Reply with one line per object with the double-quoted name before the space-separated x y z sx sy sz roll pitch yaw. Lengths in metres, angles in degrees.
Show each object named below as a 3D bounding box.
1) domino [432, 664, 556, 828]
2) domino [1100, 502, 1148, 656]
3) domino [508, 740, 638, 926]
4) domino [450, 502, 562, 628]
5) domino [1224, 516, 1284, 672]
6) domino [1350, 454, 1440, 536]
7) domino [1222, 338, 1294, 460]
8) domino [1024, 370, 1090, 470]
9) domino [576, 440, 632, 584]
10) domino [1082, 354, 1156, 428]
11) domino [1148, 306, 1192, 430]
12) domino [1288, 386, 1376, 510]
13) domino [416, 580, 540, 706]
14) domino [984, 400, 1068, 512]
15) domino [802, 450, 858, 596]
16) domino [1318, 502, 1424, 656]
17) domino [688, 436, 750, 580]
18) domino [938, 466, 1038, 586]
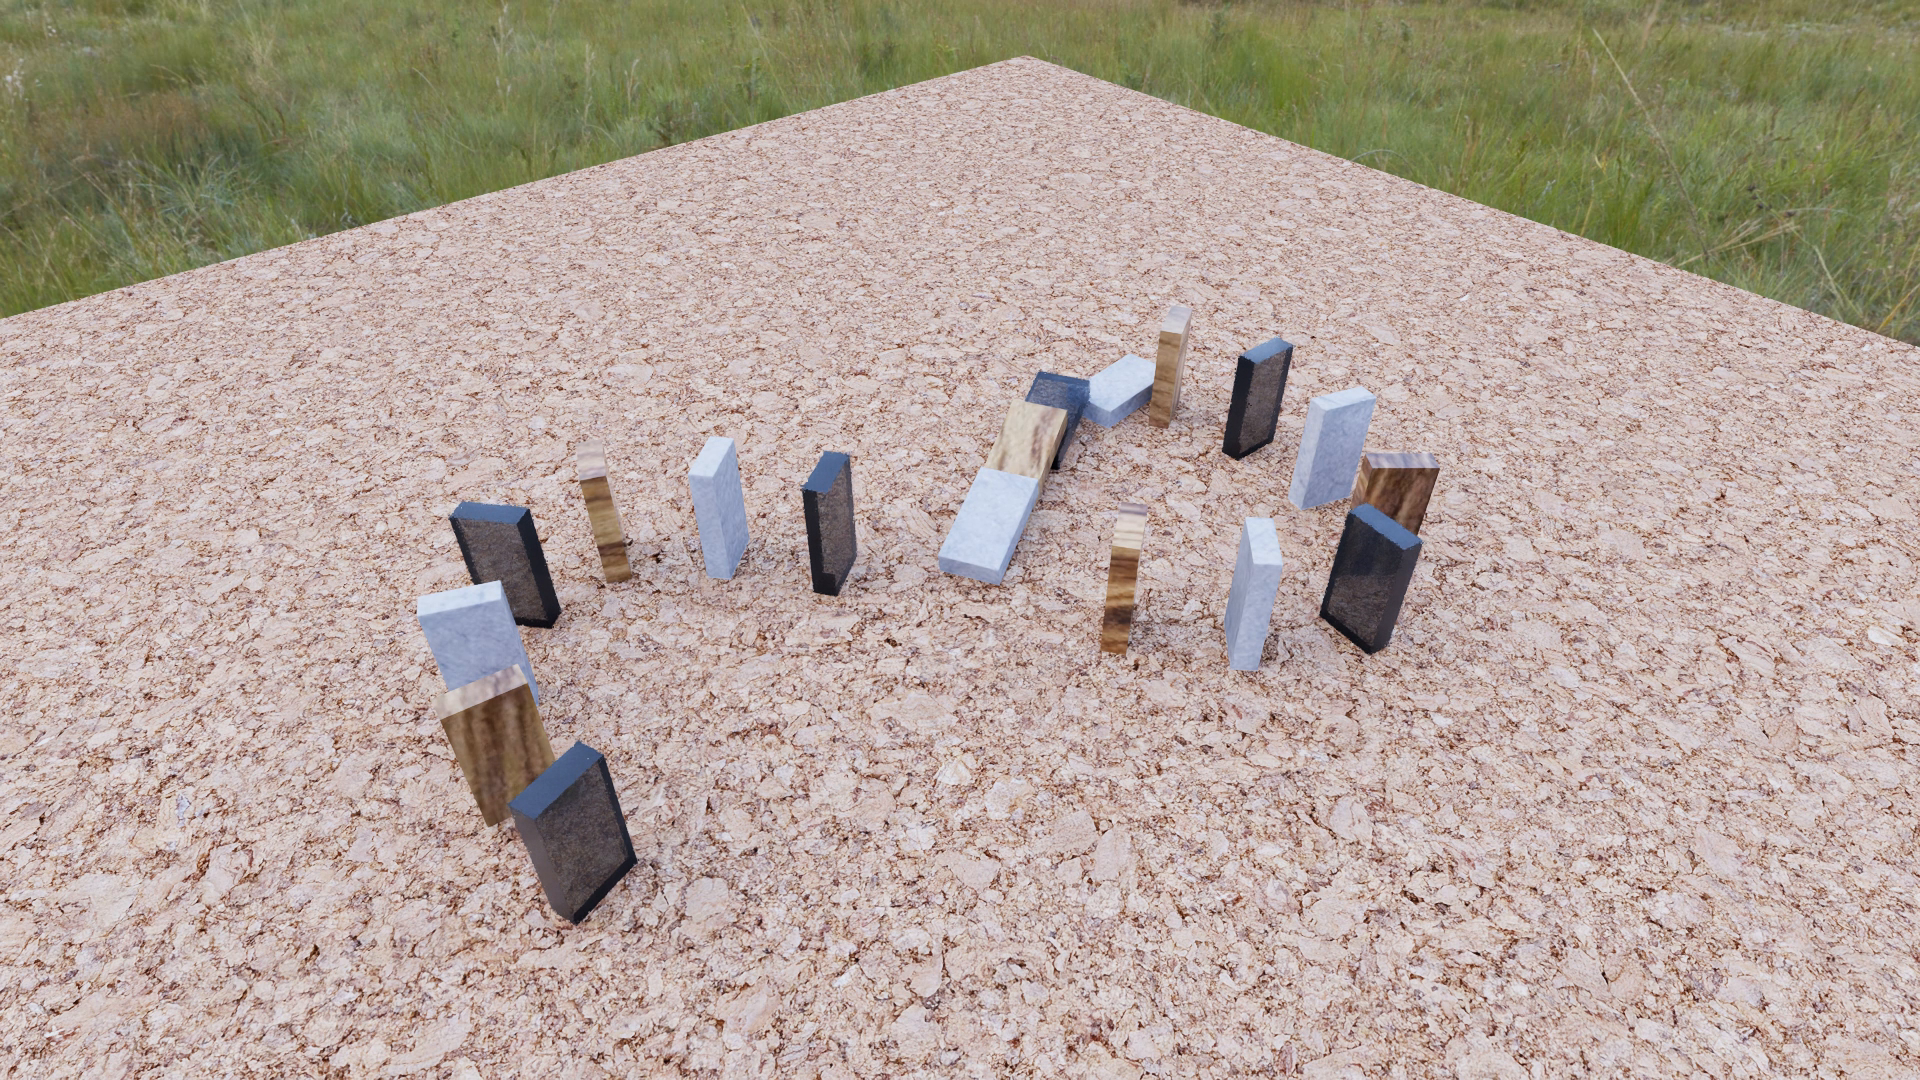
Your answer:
"domino" -0.139 0.063 0.334 0.025 0.050 0.009 -24 45 -26
"domino" 0.059 0.014 0.394 0.010 0.050 0.025 9 40 10
"domino" -0.108 0.083 0.310 0.009 0.050 0.025 20 43 23
"domino" -0.164 0.010 0.400 0.025 0.050 0.009 6 40 7
"domino" 0.103 0.019 0.388 0.009 0.050 0.025 3 39 4
"domino" 0.164 -0.010 0.424 0.025 0.050 0.010 0 39 0
"domino" 0.132 -0.062 0.487 0.025 0.050 0.009 -27 47 -29
"domino" 0.040 -0.055 0.503 0.025 0.009 0.050 13 53 16
"domino" -0.137 -0.011 0.425 0.009 0.050 0.025 -12 41 -14
"domino" 0.077 -0.073 0.532 0.025 0.010 0.050 30 48 32
"domino" 0.097 -0.080 0.509 0.010 0.050 0.025 13 41 16
"domino" 0.154 -0.038 0.457 0.025 0.050 0.010 -15 42 -17
"domino" -0.159 0.038 0.365 0.025 0.050 0.009 -12 41 -14
"domino" 0.027 -0.037 0.478 0.025 0.010 0.050 13 58 16
"domino" -0.049 -0.006 0.419 0.009 0.050 0.025 9 40 11
"domino" 0.146 0.014 0.394 0.009 0.050 0.025 -21 44 -23
"domino" -0.093 -0.012 0.426 0.009 0.050 0.025 6 40 7
"domino" 0.012 -0.006 0.444 0.025 0.009 0.050 14 52 16
